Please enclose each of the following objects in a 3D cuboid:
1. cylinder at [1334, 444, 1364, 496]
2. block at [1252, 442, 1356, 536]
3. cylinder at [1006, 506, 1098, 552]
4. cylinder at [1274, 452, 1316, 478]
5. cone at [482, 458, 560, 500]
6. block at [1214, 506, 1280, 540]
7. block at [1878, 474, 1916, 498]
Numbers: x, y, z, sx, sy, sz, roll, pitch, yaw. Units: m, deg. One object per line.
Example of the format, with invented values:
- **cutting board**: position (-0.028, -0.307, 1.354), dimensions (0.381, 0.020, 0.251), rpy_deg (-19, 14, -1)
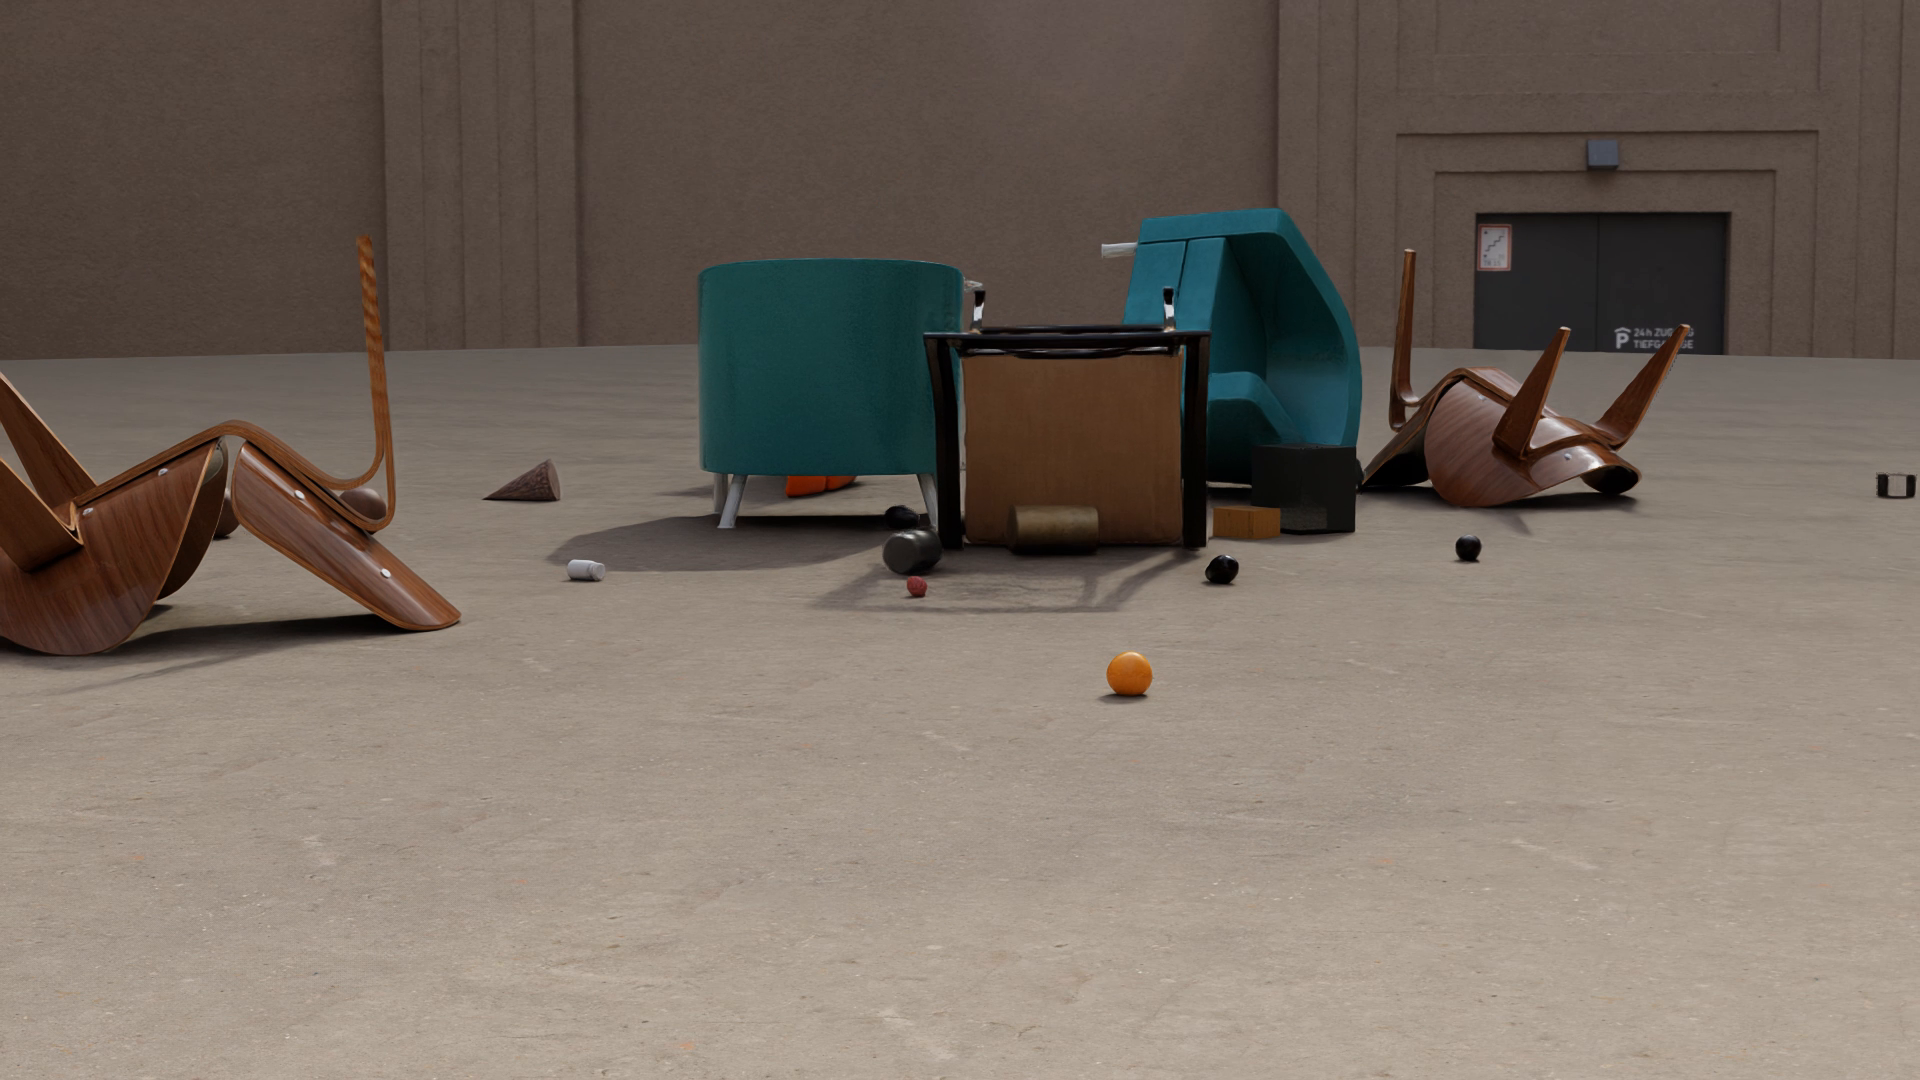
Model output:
- **cylinder**: position (1.044, -0.187, 7.380), dimensions (0.194, 0.170, 0.131), rpy_deg (35, 25, 30)
- **block**: position (0.888, -0.134, 6.637), dimensions (0.183, 0.219, 0.197), rpy_deg (-4, 7, -33)
- **cylinder**: position (0.219, -0.027, 6.115), dimensions (0.193, 0.107, 0.194), rpy_deg (-1, -8, -6)
- **cylinder**: position (1.107, -0.250, 8.477), dimensions (0.149, 0.075, 0.126), rpy_deg (-5, 8, -42)
- **cone**: position (-1.304, -0.149, 7.561), dimensions (0.224, 0.119, 0.176), rpy_deg (-16, 25, 1)
- **block**: position (0.727, -0.045, 6.506), dimensions (0.129, 0.071, 0.109), rpy_deg (6, 8, 44)
- **block**: position (2.804, -0.163, 7.682), dimensions (0.077, 0.064, 0.072), rpy_deg (-3, 7, -26)
